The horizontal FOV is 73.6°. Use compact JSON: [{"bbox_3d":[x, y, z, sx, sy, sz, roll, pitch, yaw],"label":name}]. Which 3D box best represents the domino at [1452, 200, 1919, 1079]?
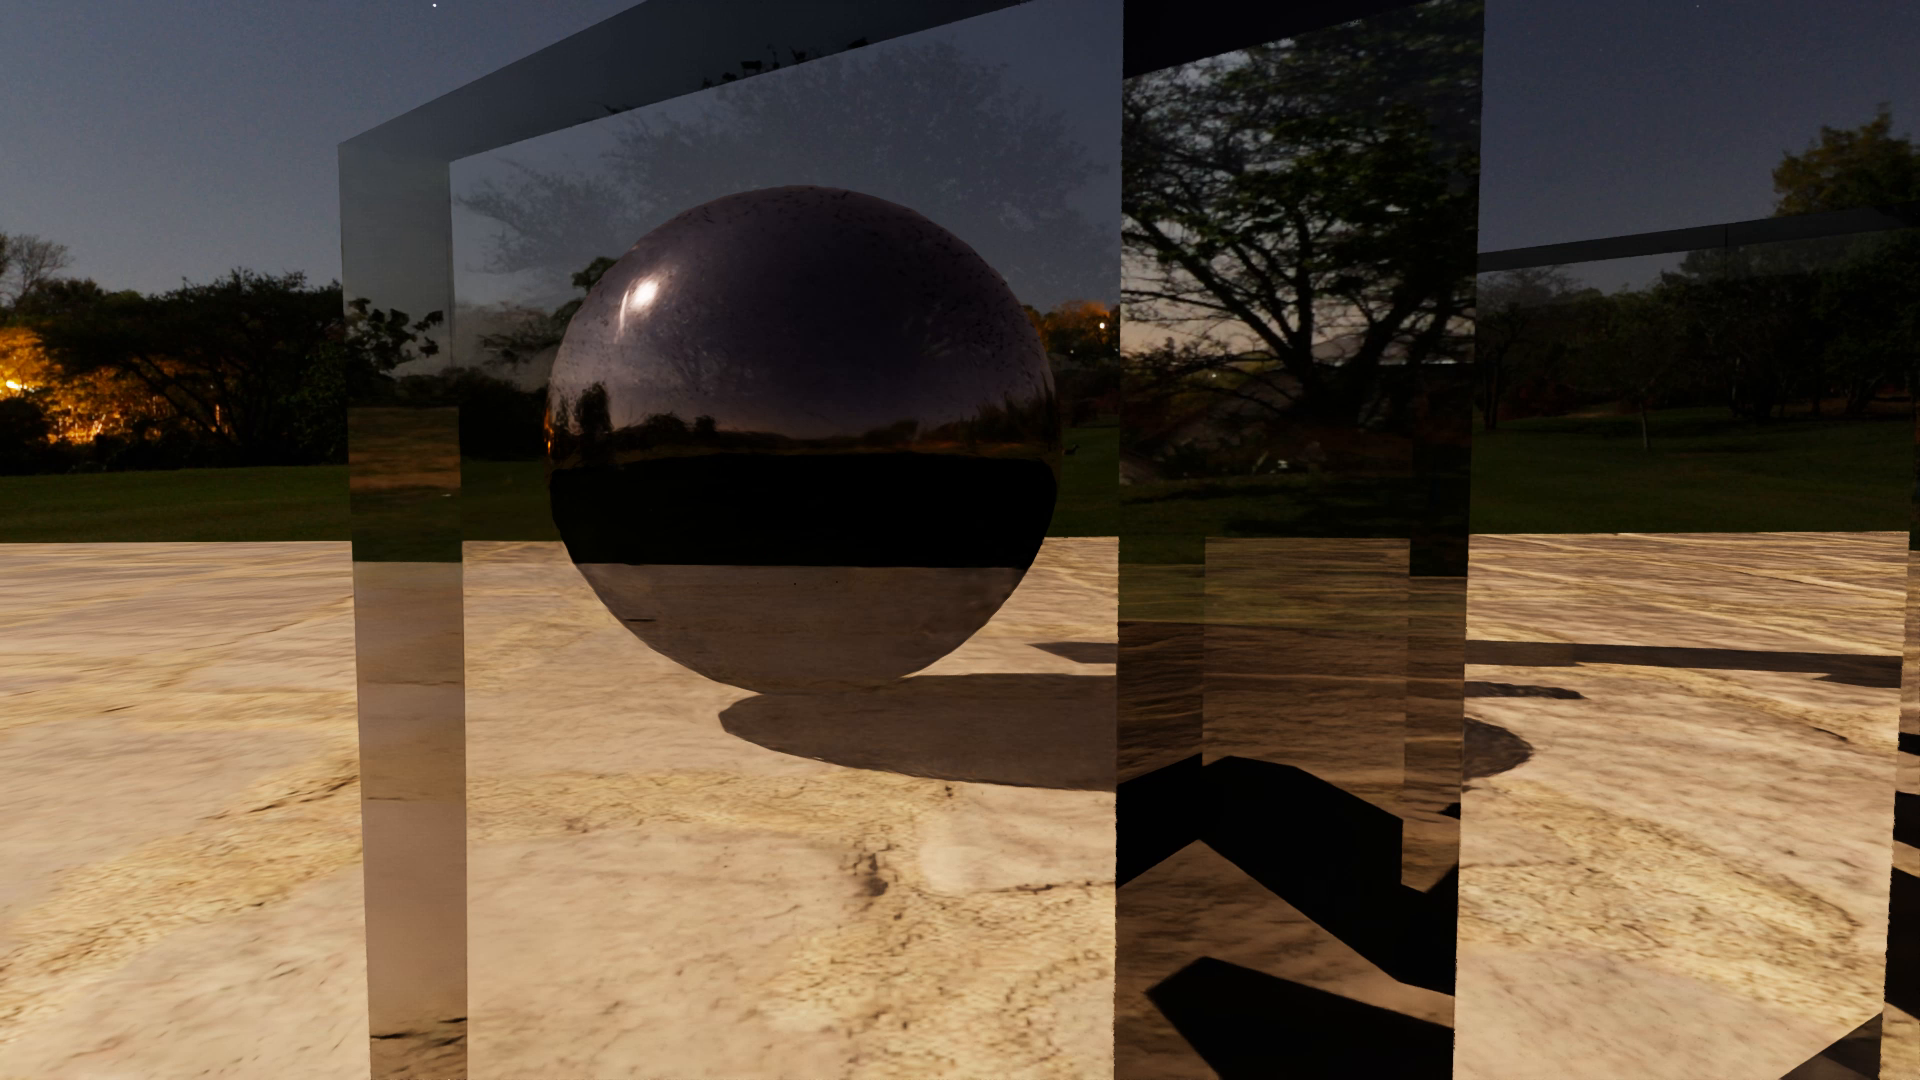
[{"bbox_3d":[0.025,0.014,0.054,0.009,0.050,0.025,-4,6,-39],"label":"domino"}]

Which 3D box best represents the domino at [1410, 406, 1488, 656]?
[{"bbox_3d":[0.102,-0.003,0.270,0.009,0.050,0.025,1,4,10],"label":"domino"}]

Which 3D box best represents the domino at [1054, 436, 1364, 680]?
[{"bbox_3d":[0.044,0.003,0.233,0.050,0.025,0.009,-24,7,2],"label":"domino"}]

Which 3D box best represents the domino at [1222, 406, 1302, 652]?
[{"bbox_3d":[0.064,-0.003,0.273,0.009,0.050,0.025,0,4,-2],"label":"domino"}]

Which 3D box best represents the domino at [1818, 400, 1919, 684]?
[{"bbox_3d":[0.170,0.000,0.236,0.025,0.050,0.010,-3,5,-35],"label":"domino"}]

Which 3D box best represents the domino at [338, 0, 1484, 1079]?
[{"bbox_3d":[-0.004,0.015,0.029,0.010,0.050,0.025,-4,6,-44],"label":"domino"}]

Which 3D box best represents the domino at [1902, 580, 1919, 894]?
[{"bbox_3d":[0.101,0.009,0.114,0.010,0.050,0.025,-3,5,-38],"label":"domino"}]

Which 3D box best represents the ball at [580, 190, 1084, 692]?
[{"bbox_3d":[-0.020,-0.016,0.209,0.080,0.080,0.080,0,4,0],"label":"ball"}]

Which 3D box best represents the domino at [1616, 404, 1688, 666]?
[{"bbox_3d":[0.139,-0.002,0.259,0.009,0.050,0.025,2,5,25],"label":"domino"}]

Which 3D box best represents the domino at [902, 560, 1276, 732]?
[{"bbox_3d":[0.016,0.015,0.178,0.025,0.009,0.050,-3,-17,-35],"label":"domino"}]

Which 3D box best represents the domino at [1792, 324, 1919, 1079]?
[{"bbox_3d":[0.070,0.011,0.090,0.025,0.050,0.009,-3,5,-36],"label":"domino"}]

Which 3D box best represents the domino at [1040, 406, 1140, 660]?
[{"bbox_3d":[0.026,-0.002,0.265,0.009,0.050,0.025,-2,5,-22],"label":"domino"}]
